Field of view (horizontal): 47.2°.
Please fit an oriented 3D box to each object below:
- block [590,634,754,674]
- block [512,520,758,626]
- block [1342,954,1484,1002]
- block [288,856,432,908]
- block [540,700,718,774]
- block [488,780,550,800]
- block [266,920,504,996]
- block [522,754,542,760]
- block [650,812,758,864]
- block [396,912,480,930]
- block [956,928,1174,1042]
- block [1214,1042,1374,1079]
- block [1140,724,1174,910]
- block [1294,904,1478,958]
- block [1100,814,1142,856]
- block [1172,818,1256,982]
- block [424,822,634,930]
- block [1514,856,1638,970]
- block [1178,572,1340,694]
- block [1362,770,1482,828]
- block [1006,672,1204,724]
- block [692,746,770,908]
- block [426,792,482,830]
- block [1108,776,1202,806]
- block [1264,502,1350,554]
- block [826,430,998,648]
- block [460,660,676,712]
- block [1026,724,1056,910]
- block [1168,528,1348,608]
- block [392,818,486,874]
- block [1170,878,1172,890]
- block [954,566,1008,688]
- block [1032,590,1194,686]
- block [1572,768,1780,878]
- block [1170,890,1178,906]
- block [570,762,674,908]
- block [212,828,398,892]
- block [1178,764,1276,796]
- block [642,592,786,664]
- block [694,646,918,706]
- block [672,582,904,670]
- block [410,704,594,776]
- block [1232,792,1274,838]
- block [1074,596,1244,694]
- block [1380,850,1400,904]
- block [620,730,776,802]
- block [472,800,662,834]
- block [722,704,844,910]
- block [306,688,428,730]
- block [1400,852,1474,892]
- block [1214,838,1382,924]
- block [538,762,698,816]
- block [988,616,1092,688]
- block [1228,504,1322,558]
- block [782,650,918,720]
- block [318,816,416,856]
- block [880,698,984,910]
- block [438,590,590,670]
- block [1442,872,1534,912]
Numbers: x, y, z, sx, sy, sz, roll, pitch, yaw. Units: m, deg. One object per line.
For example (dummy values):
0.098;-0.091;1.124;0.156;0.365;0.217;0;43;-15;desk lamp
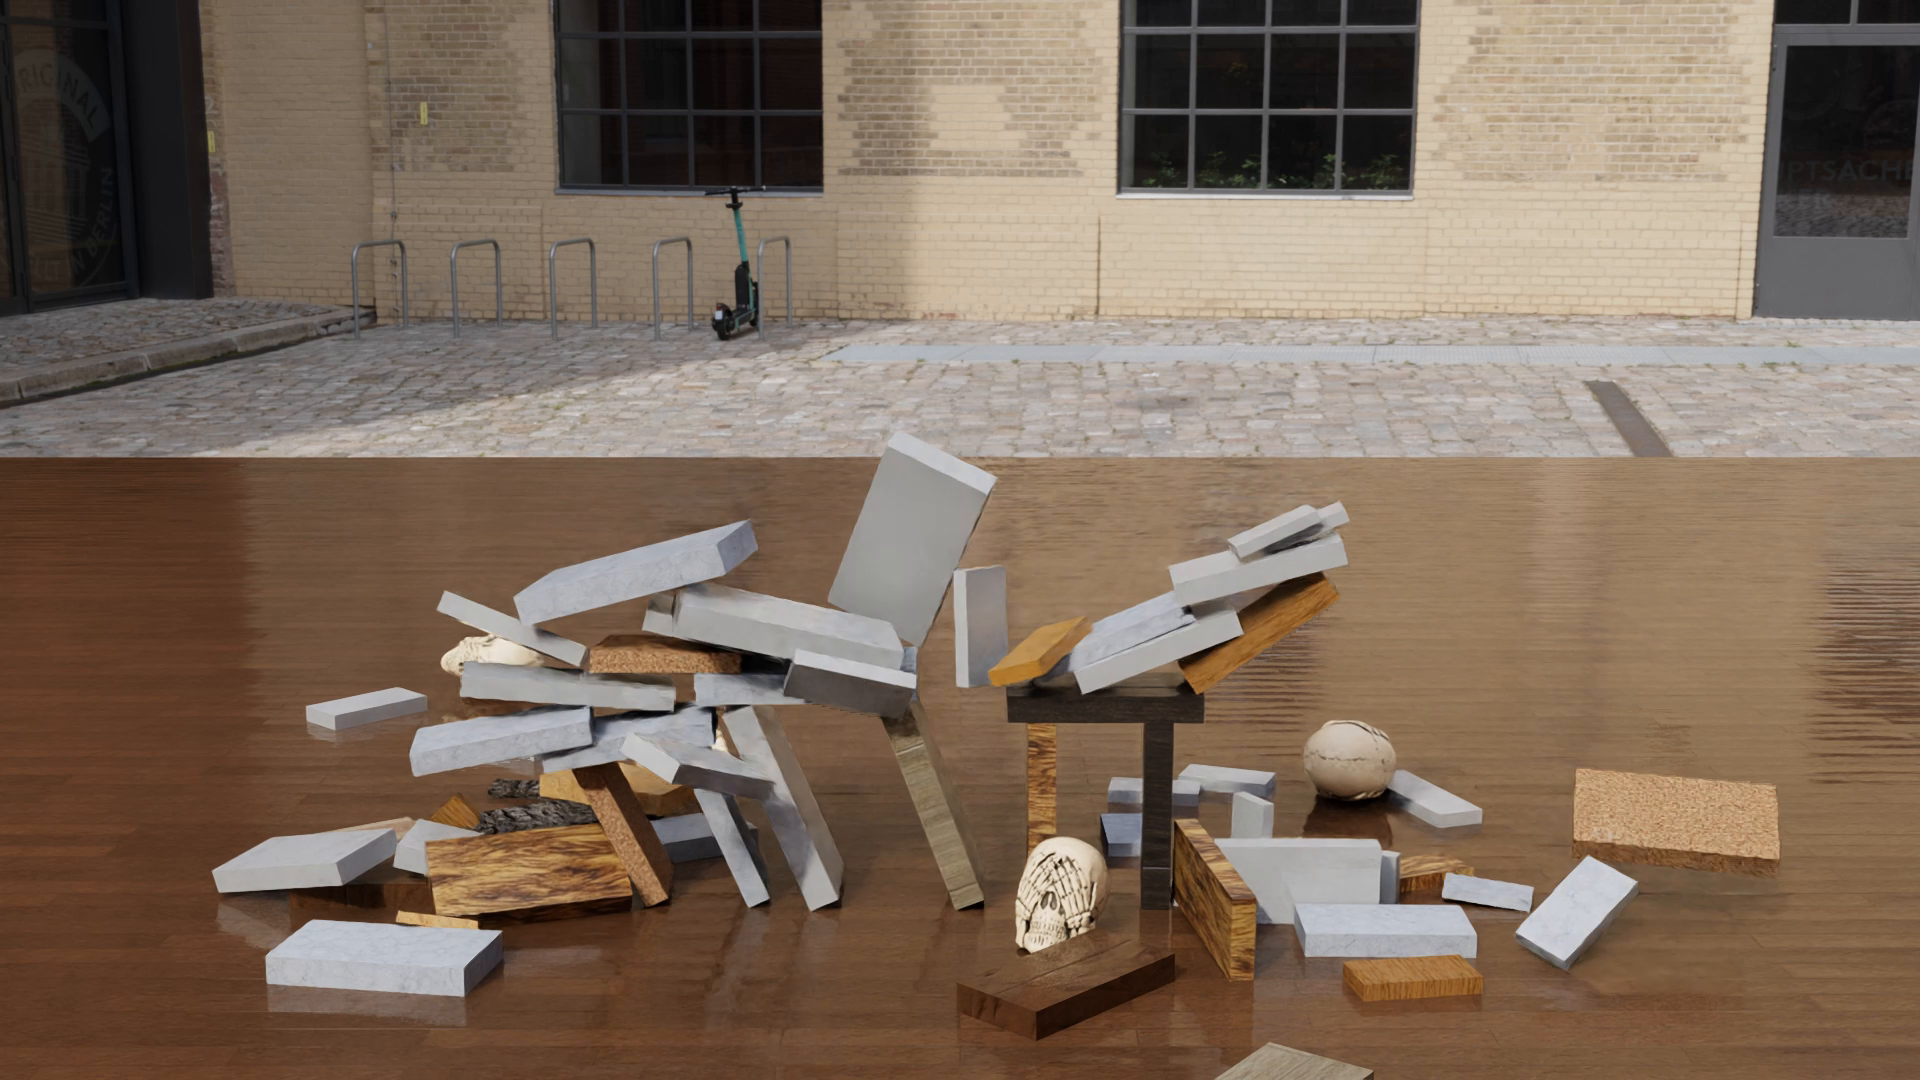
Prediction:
-0.468;0.186;3.591;0.244;0.035;0.122;0;11;6;block
-0.520;0.052;3.542;0.356;0.050;0.178;-14;10;15;block
0.673;0.651;3.271;0.184;0.026;0.092;-2;11;-9;block
-0.959;0.570;3.669;0.282;0.040;0.141;0;11;-2;block
-0.532;0.314;3.553;0.273;0.039;0.136;-9;13;-2;block
-0.838;0.478;4.222;0.123;0.017;0.062;1;11;6;block
-0.868;0.631;3.328;0.310;0.044;0.155;2;11;9;block
-0.908;0.409;4.554;0.229;0.032;0.114;9;14;41;block
-0.508;0.530;3.887;0.271;0.038;0.135;-6;12;-28;block
-0.812;0.601;3.425;0.123;0.017;0.062;8;-24;-7;block
0.158;0.649;3.231;0.154;0.044;0.309;10;14;43;block
0.331;0.743;2.726;0.154;0.044;0.498;8;13;36;block
0.325;0.435;3.641;0.045;0.315;0.158;1;11;3;block
0.665;0.612;3.448;0.263;0.037;0.131;0;11;1;block
0.301;0.527;3.940;0.086;0.024;0.171;0;11;-1;block
0.395;0.558;3.443;0.037;0.131;0.343;-2;13;-9;block
-0.701;0.546;3.568;0.310;0.044;0.155;-4;45;-20;block
0.950;0.573;3.385;0.184;0.026;0.092;-40;44;-22;block
0.482;0.143;3.583;0.275;0.039;0.138;-35;9;6;block
0.870;0.487;4.152;0.092;0.026;0.274;-4;11;-20;block
0.235;0.258;3.606;0.315;0.045;0.158;0;11;0;block
-0.388;0.460;3.639;0.039;0.273;0.136;-23;12;-1;block
-0.880;0.492;3.748;0.123;0.062;0.017;-41;8;10;block
0.372;0.480;4.195;0.171;0.024;0.086;2;11;9;block
0.555;-0.020;3.553;0.142;0.020;0.071;-23;10;6;block
-0.082;0.002;3.593;0.178;0.355;0.050;26;39;4;block
-0.636;0.237;3.572;0.337;0.035;0.122;5;7;-11;block
0.134;0.435;3.641;0.045;0.315;0.157;-1;11;0;block
0.480;0.041;3.565;0.275;0.039;0.138;-15;11;5;block
-0.786;0.536;3.668;0.282;0.040;0.141;13;10;-2;block
0.396;0.581;3.684;0.092;0.013;0.046;1;11;5;block
0.035;0.140;3.591;0.027;0.190;0.095;2;6;44;block
0.241;0.158;3.596;0.278;0.033;0.117;-22;10;1;block
1.139;0.450;3.508;0.309;0.044;0.154;4;42;15;block
0.396;0.591;3.630;0.092;0.013;0.046;0;11;2;block
-0.557;0.460;3.637;0.039;0.273;0.136;-26;13;3;block
-1.081;0.530;3.637;0.282;0.040;0.141;-8;12;29;block
0.519;0.466;4.269;0.171;0.024;0.086;4;11;21;block
-0.392;0.142;3.563;0.233;0.033;0.117;14;12;-6;block
-0.248;0.222;3.607;0.355;0.050;0.177;-1;10;0;block
-0.276;0.141;3.502;0.355;0.050;0.178;13;11;-12;block
-0.729;0.313;3.515;0.281;0.038;0.135;-10;13;-6;block
0.485;0.509;3.662;0.023;0.162;0.081;-5;11;-29;block
0.319;0.169;3.589;0.275;0.039;0.138;-21;10;4;block
0.640;0.551;3.642;0.175;0.087;0.025;5;12;27;block
-0.399;0.347;3.361;0.117;0.033;0.233;26;3;35;block
-0.732;0.514;3.956;0.359;0.044;0.155;-6;12;-30;block
-0.290;0.419;3.642;0.050;0.355;0.177;-23;10;4;block
-1.290;0.366;4.787;0.114;0.032;0.229;10;14;42;block
0.772;0.565;3.734;0.175;0.025;0.087;-4;11;-23;block
0.539;0.548;3.529;0.263;0.131;0.037;0;13;1;block
-0.625;0.454;4.056;0.271;0.038;0.135;5;12;27;block
0.131;0.179;3.552;0.095;0.027;0.190;-16;11;33;block
0.504;-0.015;3.529;0.142;0.020;0.071;-24;10;-1;block
-0.173;0.226;3.435;0.193;0.095;0.027;13;52;-9;block
-1.059;0.537;3.868;0.229;0.032;0.114;-7;13;-34;block
-0.045;0.416;3.642;0.050;0.355;0.177;-20;9;4;block
-0.729;0.149;3.602;0.244;0.035;0.122;22;-8;-4;block
0.871;0.581;3.630;0.142;0.020;0.071;8;12;15;block
